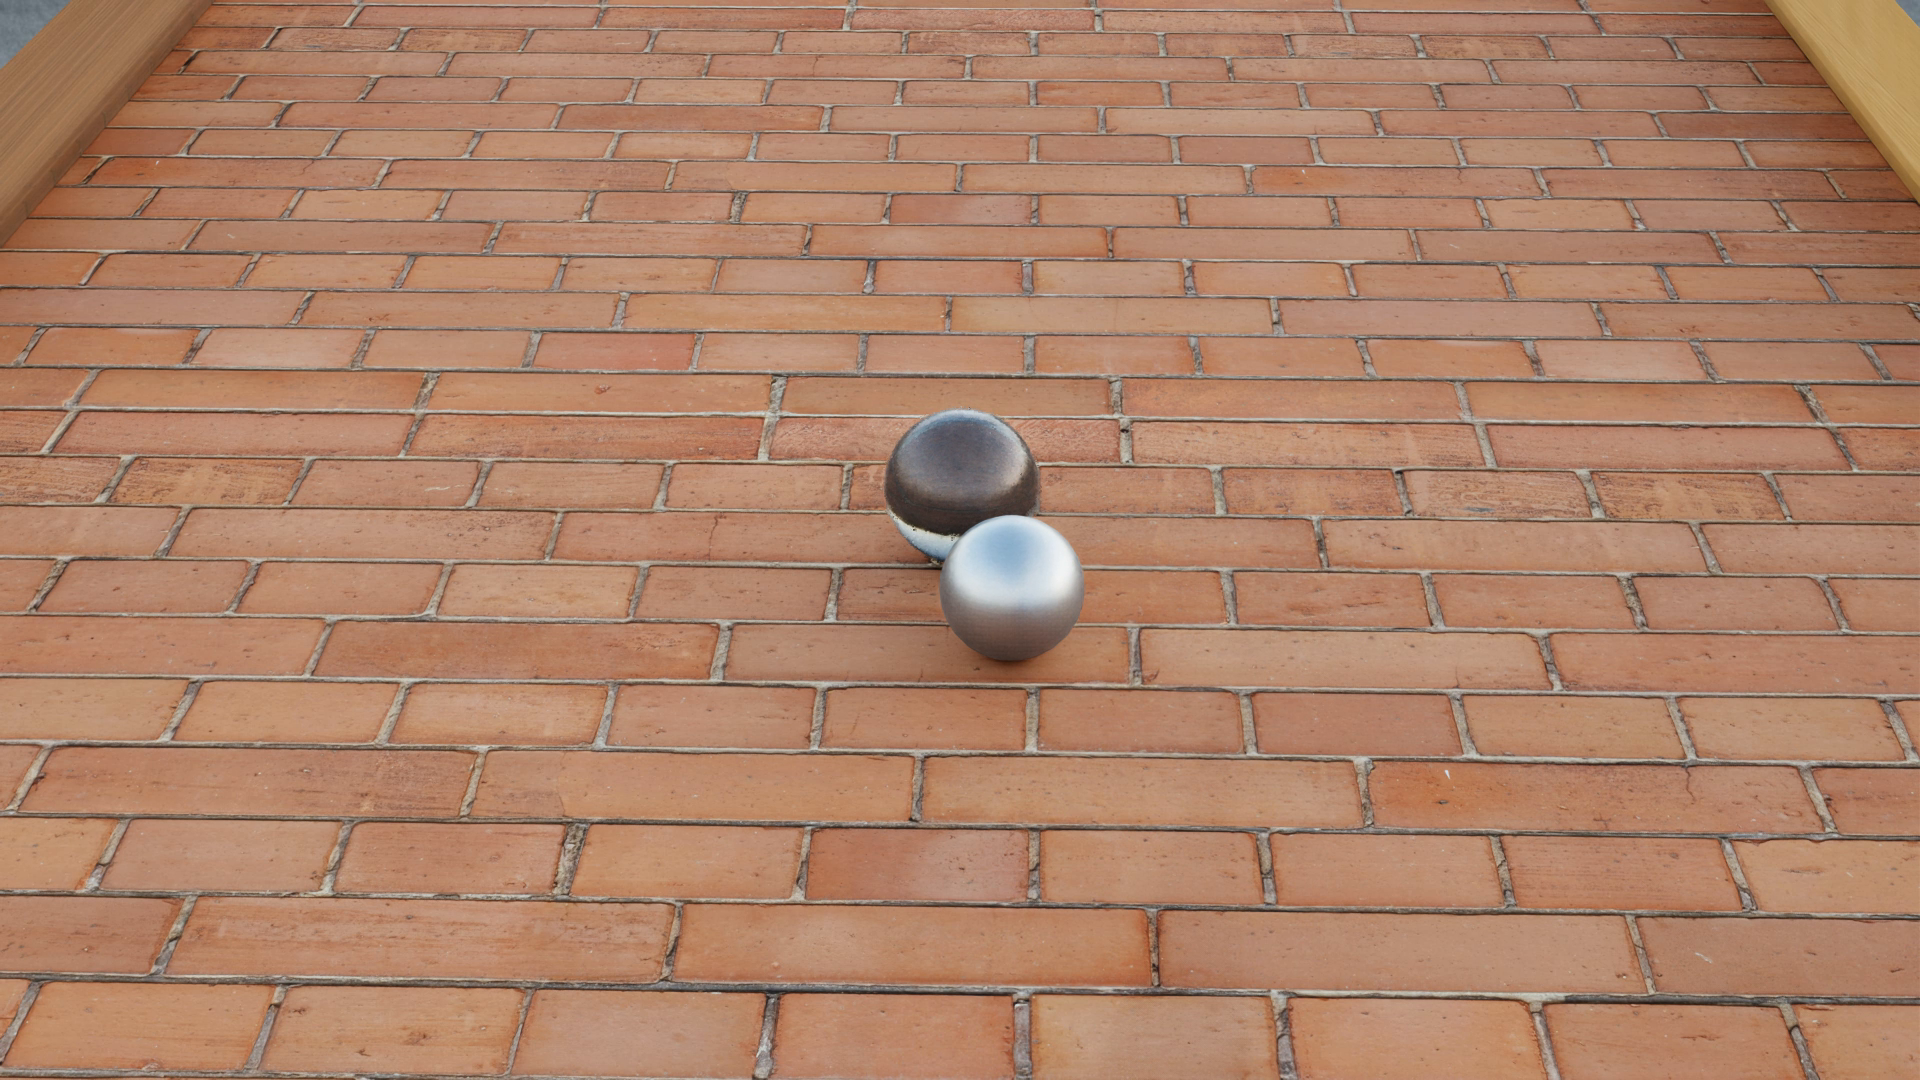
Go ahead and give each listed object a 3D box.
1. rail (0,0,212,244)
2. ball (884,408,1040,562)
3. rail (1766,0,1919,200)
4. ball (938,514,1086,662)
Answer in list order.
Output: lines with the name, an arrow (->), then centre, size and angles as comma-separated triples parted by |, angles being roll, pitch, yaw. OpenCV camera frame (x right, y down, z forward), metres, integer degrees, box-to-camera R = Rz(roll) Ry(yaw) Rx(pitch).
rail -> -0.754, -0.372, 2.509 | 0.045, 0.129, 3.033 | 1, 27, 1
ball -> 0.001, -0.034, 1.877 | 0.099, 0.099, 0.099 | 0, 27, 0
rail -> 0.788, -0.356, 2.477 | 0.045, 0.129, 3.033 | 1, 27, 1
ball -> 0.031, 0.029, 1.765 | 0.088, 0.088, 0.088 | 0, 27, 0
